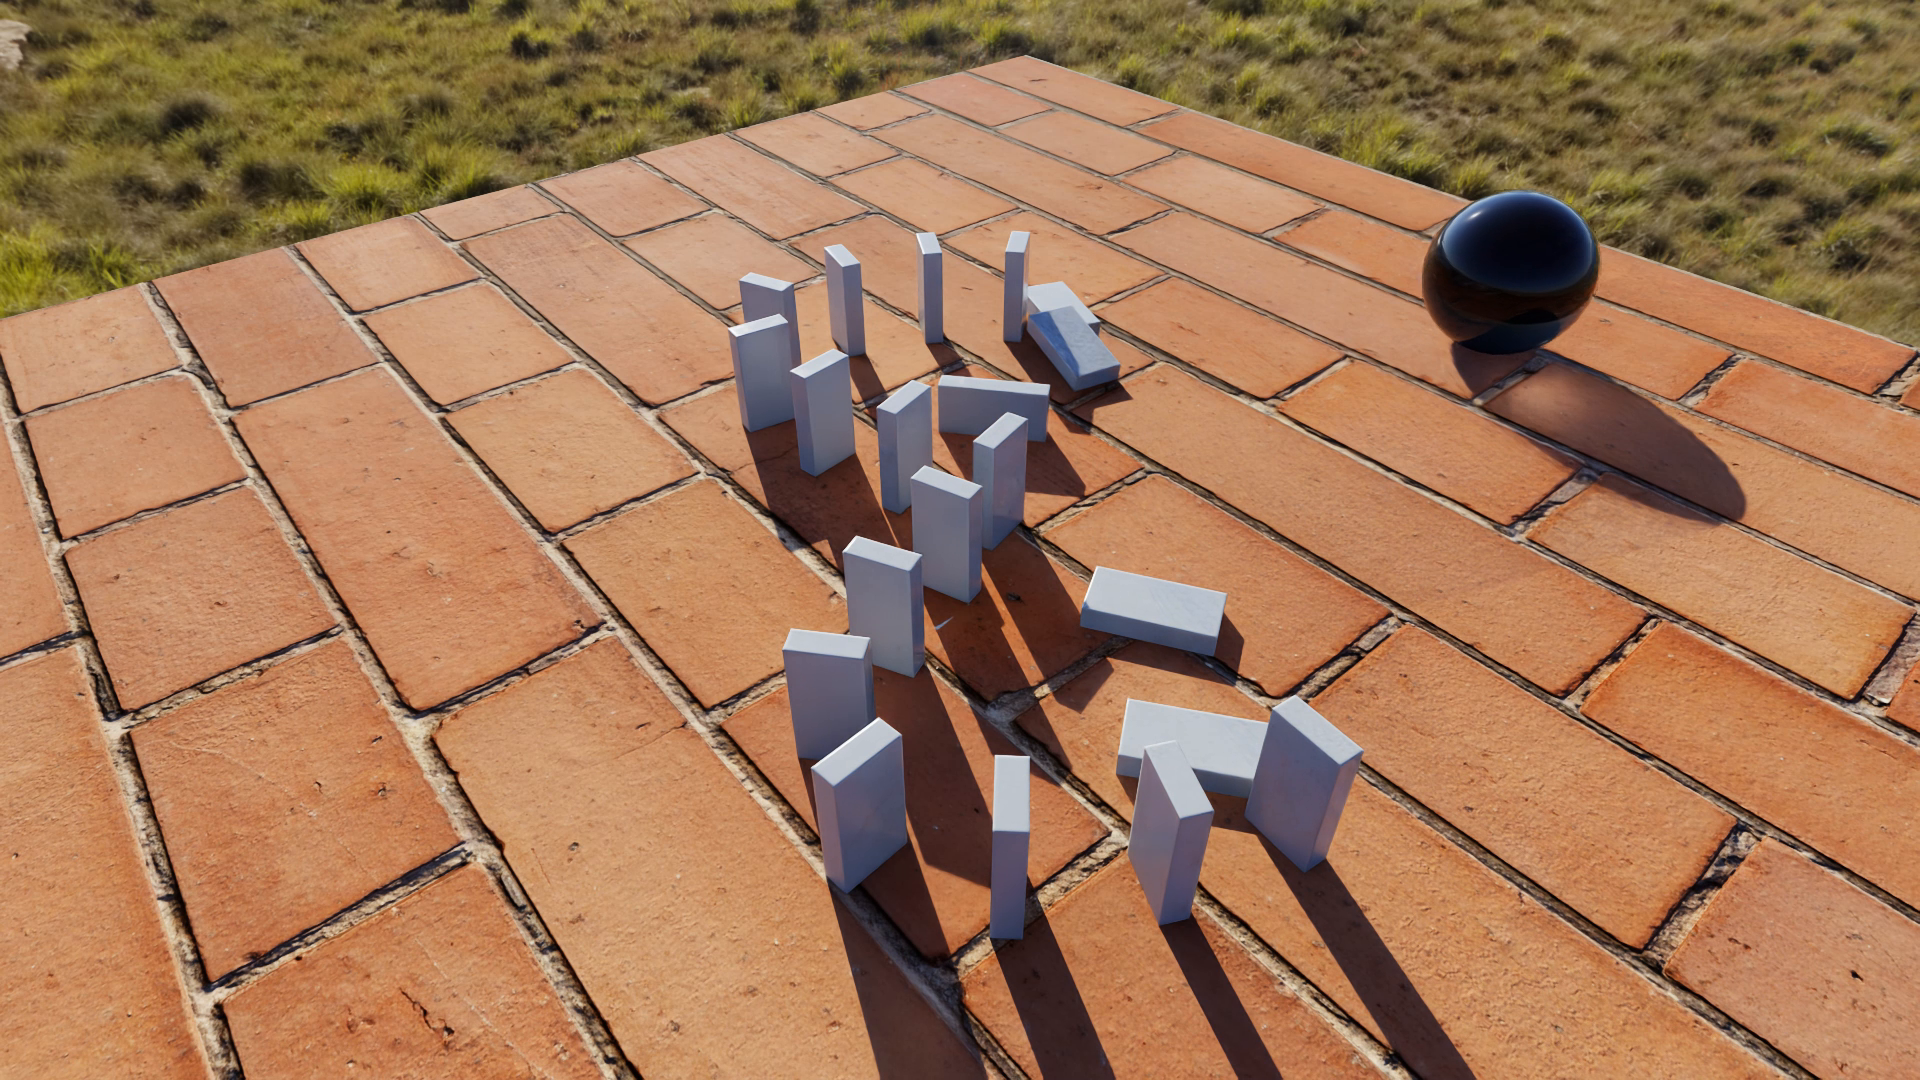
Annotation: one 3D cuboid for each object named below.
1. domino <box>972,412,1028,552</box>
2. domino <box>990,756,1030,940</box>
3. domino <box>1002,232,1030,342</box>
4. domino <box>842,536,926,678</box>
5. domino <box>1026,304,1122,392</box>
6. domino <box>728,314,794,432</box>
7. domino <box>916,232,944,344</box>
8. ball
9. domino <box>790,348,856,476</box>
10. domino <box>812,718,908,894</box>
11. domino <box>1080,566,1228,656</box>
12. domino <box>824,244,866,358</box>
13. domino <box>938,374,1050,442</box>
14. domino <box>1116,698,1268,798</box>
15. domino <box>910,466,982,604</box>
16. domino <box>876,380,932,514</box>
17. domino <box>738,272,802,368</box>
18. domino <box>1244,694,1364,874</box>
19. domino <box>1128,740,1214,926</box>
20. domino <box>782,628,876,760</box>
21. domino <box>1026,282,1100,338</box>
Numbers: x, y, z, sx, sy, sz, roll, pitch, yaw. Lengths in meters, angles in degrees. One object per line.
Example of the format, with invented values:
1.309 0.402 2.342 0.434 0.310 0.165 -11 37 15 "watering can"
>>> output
0.016 -0.023 0.439 0.010 0.050 0.025 23 45 25 "domino"
0.014 0.086 0.306 0.009 0.050 0.025 2 39 2 "domino"
0.029 -0.132 0.572 0.010 0.050 0.025 6 40 7 "domino"
-0.026 0.024 0.382 0.025 0.050 0.009 16 42 18 "domino"
0.057 -0.097 0.554 0.025 0.010 0.050 -19 55 -19 "domino"
-0.090 -0.076 0.504 0.025 0.050 0.010 -22 44 -25 "domino"
-0.016 -0.131 0.571 0.010 0.050 0.025 -6 40 -8 "domino"
0.274 -0.133 0.550 0.080 0.080 0.080 0 39 0 "ball"
-0.059 -0.055 0.479 0.009 0.050 0.025 29 47 31 "domino"
-0.028 0.077 0.317 0.009 0.050 0.025 31 49 32 "domino"
0.072 0.026 0.412 0.050 0.010 0.025 12 41 14 "domino"
-0.058 -0.122 0.560 0.009 0.050 0.025 -18 42 -20 "domino"
0.015 -0.060 0.505 0.050 0.025 0.010 6 40 8 "domino"
0.078 0.068 0.360 0.050 0.010 0.025 9 40 10 "domino"
-0.005 -0.002 0.413 0.025 0.050 0.009 21 44 24 "domino"
-0.022 -0.038 0.458 0.009 0.050 0.025 22 44 25 "domino"
-0.092 -0.103 0.537 0.025 0.050 0.009 19 43 21 "domino"
0.100 0.072 0.323 0.010 0.050 0.025 -23 45 -26 "domino"
0.058 0.083 0.310 0.009 0.050 0.025 -9 40 -11 "domino"
-0.041 0.051 0.349 0.025 0.050 0.009 6 40 7 "domino"
0.054 -0.123 0.593 0.025 0.010 0.050 -12 41 -15 "domino"
